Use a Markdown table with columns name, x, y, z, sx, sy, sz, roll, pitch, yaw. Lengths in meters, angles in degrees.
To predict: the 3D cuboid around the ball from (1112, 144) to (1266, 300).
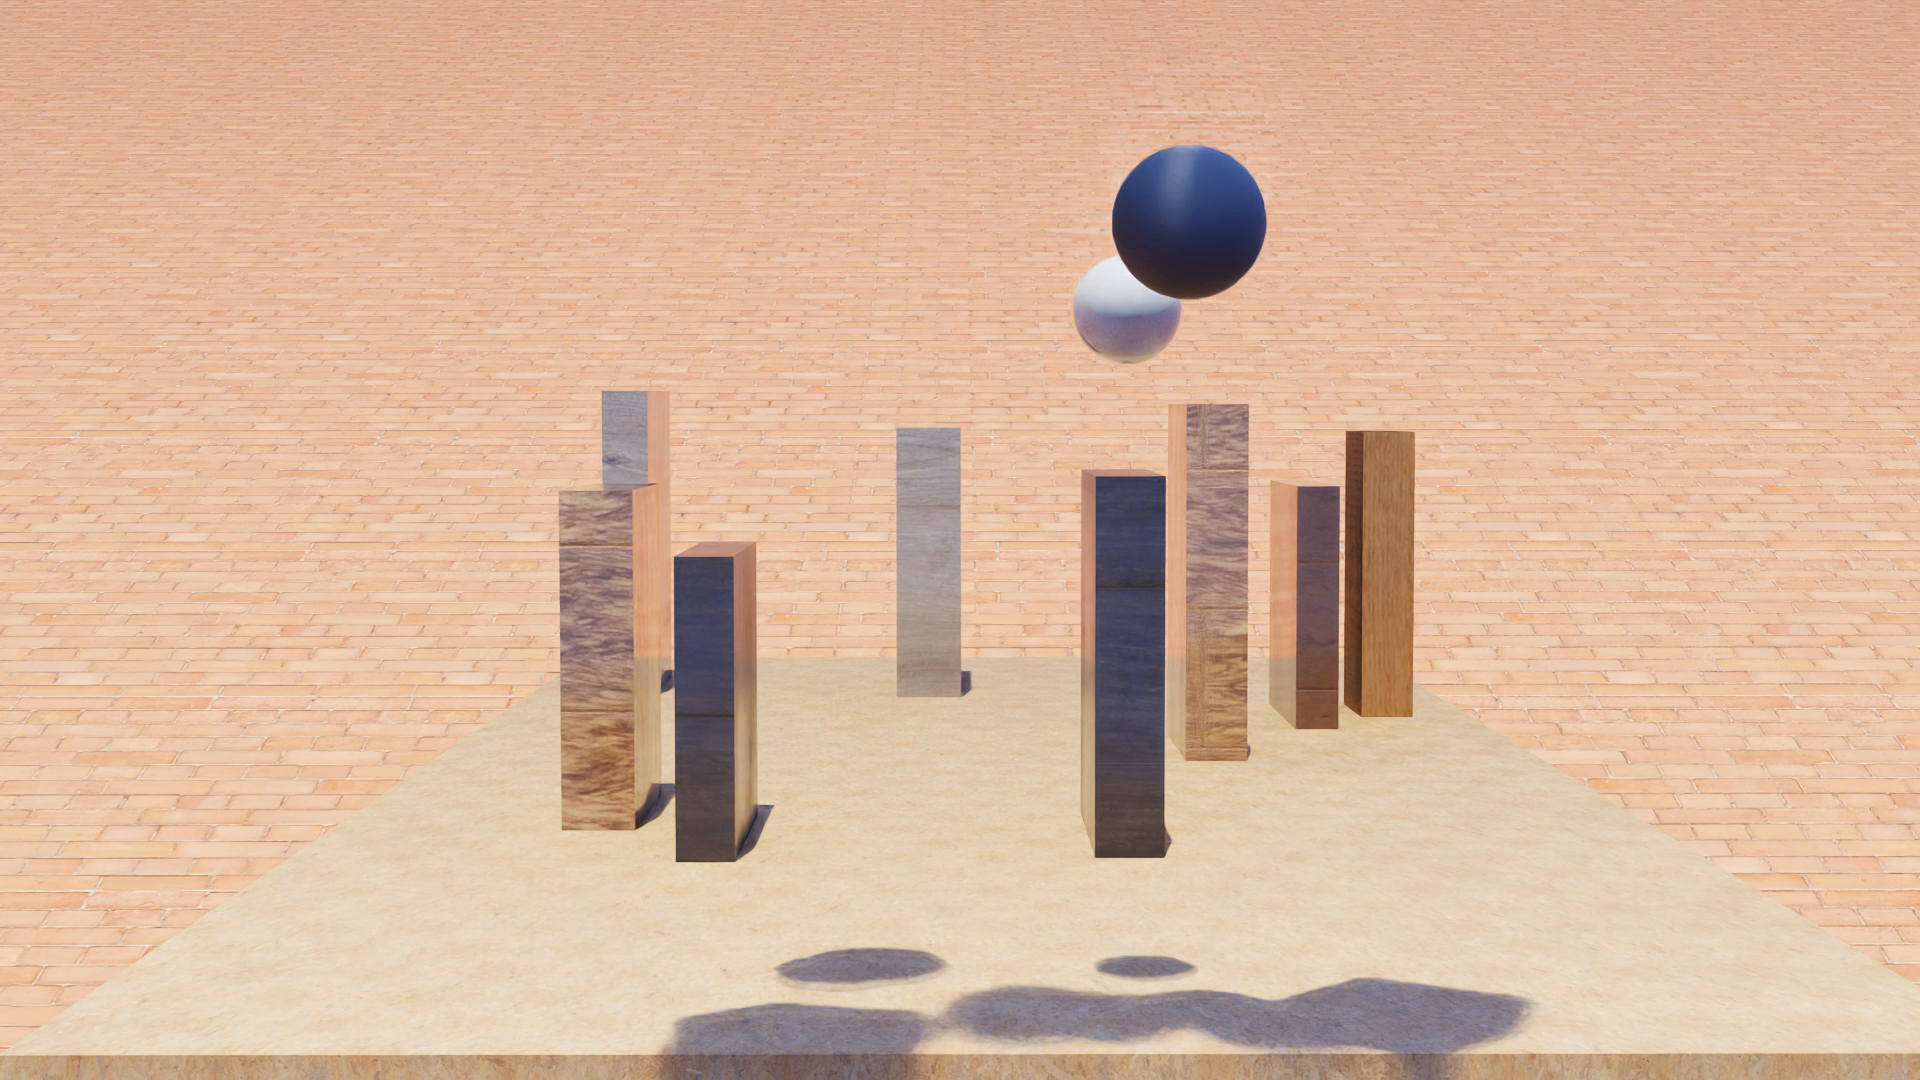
| name | x | y | z | sx | sy | sz | roll | pitch | yaw |
| --- | --- | --- | --- | --- | --- | --- | --- | --- | --- |
| ball | 0.221 | -0.307 | 2.480 | 0.149 | 0.149 | 0.149 | 0 | 22 | 0 |

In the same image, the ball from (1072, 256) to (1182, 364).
| name | x | y | z | sx | sy | sz | roll | pitch | yaw |
| --- | --- | --- | --- | --- | --- | --- | --- | --- | --- |
| ball | 0.176 | -0.242 | 2.701 | 0.115 | 0.115 | 0.115 | 0 | 22 | 0 |

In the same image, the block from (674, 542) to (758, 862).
| name | x | y | z | sx | sy | sz | roll | pitch | yaw |
| --- | --- | --- | --- | --- | --- | --- | --- | --- | --- |
| block | -0.357 | 0.226 | 3.790 | 0.083 | 0.429 | 0.410 | 0 | 3 | 0 |

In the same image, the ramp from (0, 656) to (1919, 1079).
| name | x | y | z | sx | sy | sz | roll | pitch | yaw |
| --- | --- | --- | --- | --- | --- | --- | --- | --- | --- |
| ramp | 0.050 | 0.452 | 4.532 | 2.000 | 0.100 | 4.000 | 0 | 3 | 0 |

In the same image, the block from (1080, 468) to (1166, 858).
| name | x | y | z | sx | sy | sz | roll | pitch | yaw |
| --- | --- | --- | --- | --- | --- | --- | --- | --- | --- |
| block | 0.239 | 0.169 | 3.818 | 0.099 | 0.539 | 0.408 | 0 | 3 | 0 |

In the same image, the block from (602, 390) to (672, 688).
| name | x | y | z | sx | sy | sz | roll | pitch | yaw |
| --- | --- | --- | --- | --- | --- | --- | --- | --- | --- |
| block | -0.728 | 0.000 | 5.807 | 0.099 | 0.671 | 0.440 | 0 | 3 | 0 |

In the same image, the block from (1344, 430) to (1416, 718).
| name | x | y | z | sx | sy | sz | roll | pitch | yaw |
| --- | --- | --- | --- | --- | --- | --- | --- | --- | --- |
| block | 0.874 | 0.065 | 5.367 | 0.105 | 0.584 | 0.240 | 0 | 3 | 0 |

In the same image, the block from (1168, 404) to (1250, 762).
| name | x | y | z | sx | sy | sz | roll | pitch | yaw |
| --- | --- | --- | --- | --- | --- | --- | --- | --- | --- |
| block | 0.459 | 0.067 | 4.796 | 0.111 | 0.641 | 0.397 | 0 | 3 | 0 |

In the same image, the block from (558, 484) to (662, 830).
| name | x | y | z | sx | sy | sz | roll | pitch | yaw |
| --- | --- | --- | --- | --- | --- | --- | --- | --- | --- |
| block | -0.545 | 0.172 | 4.028 | 0.110 | 0.512 | 0.351 | 0 | 3 | 0 |

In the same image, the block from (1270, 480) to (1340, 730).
| name | x | y | z | sx | sy | sz | roll | pitch | yaw |
| --- | --- | --- | --- | --- | --- | --- | --- | --- | --- |
| block | 0.704 | 0.123 | 5.274 | 0.084 | 0.479 | 0.433 | 0 | 3 | 0 |

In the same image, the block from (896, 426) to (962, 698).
| name | x | y | z | sx | sy | sz | roll | pitch | yaw |
| --- | --- | --- | --- | --- | --- | --- | --- | --- | --- |
| block | -0.068 | 0.040 | 5.817 | 0.141 | 0.589 | 0.411 | 0 | 3 | 0 |
